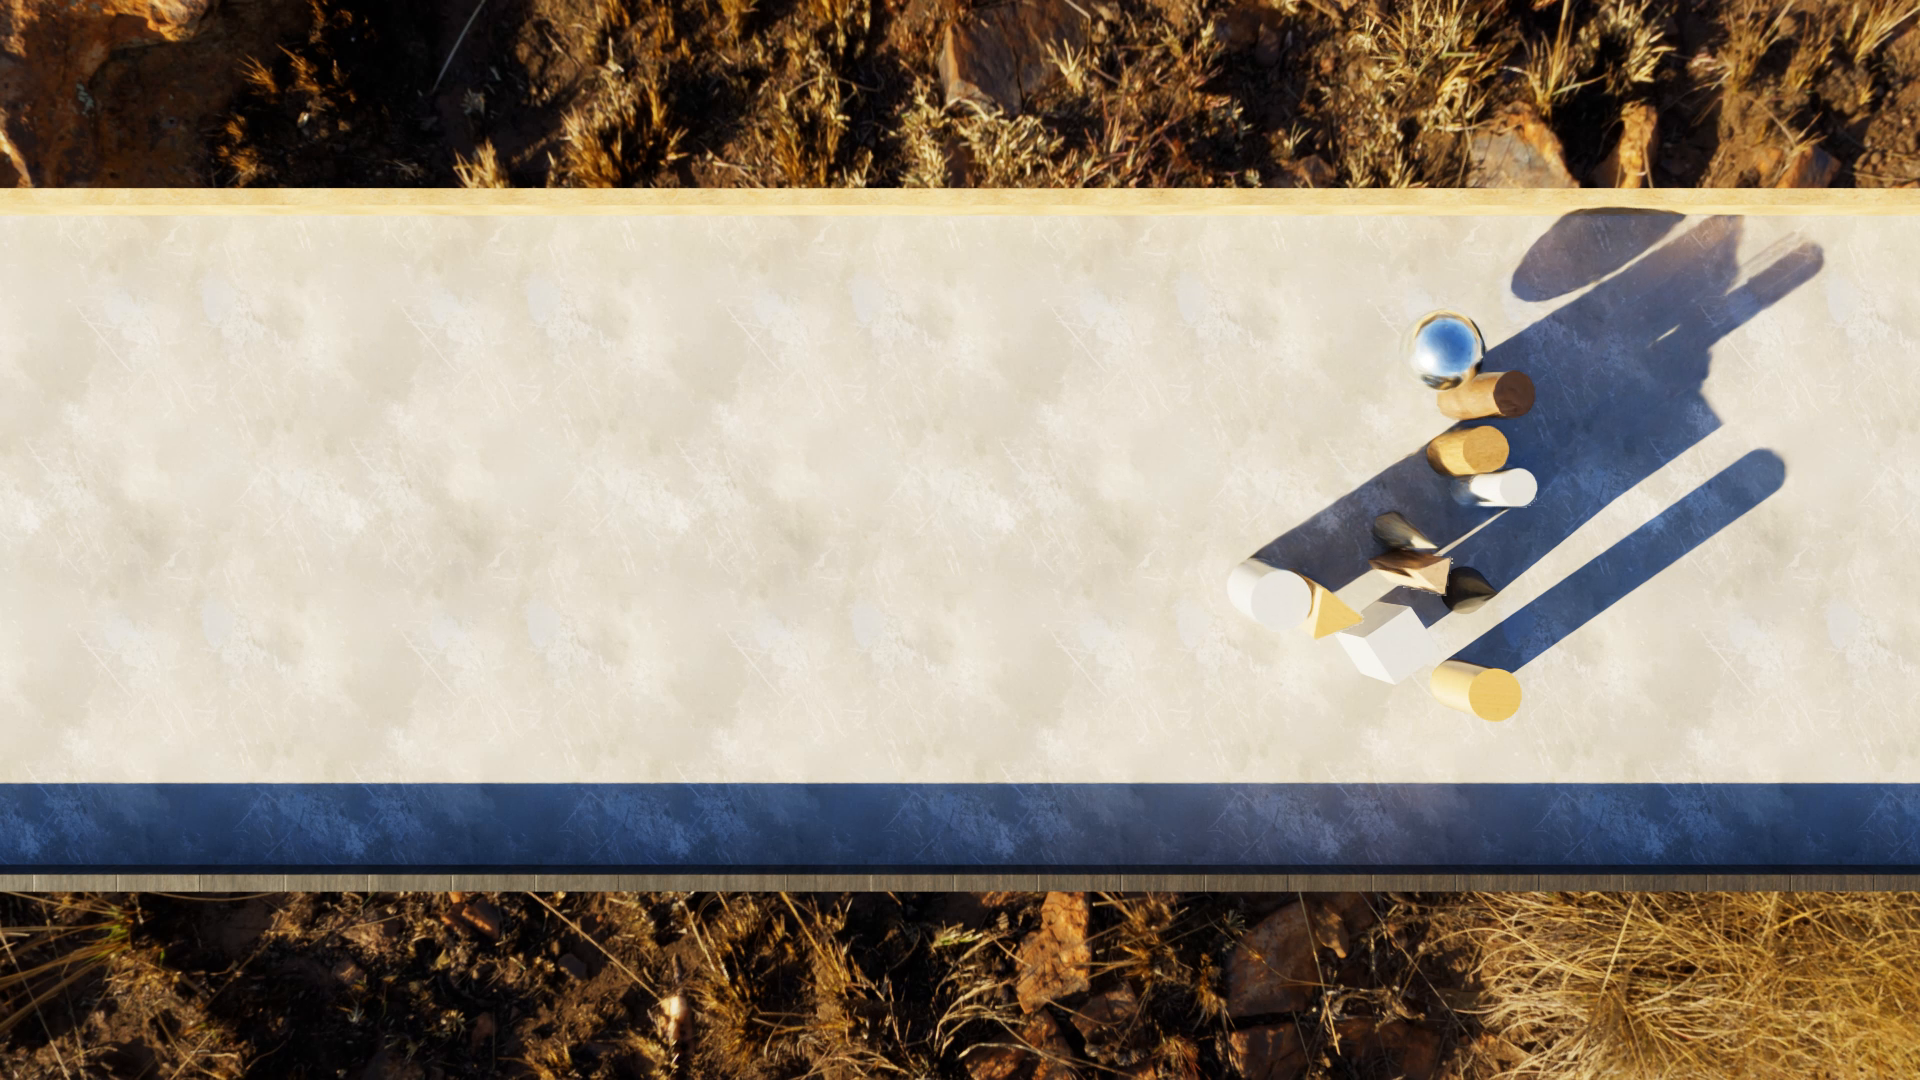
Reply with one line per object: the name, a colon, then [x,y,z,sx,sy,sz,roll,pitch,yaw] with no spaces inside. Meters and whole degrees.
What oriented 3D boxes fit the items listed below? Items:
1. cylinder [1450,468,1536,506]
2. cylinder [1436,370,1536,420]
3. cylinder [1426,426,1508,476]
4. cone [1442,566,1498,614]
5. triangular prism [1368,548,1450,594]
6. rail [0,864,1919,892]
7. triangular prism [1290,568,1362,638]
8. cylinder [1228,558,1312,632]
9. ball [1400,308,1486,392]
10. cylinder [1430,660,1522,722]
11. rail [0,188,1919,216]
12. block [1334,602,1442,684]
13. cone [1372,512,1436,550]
cylinder: [1.568,-0.152,4.864,0.107,0.422,0.107,0,91,-2]
cylinder: [1.561,-0.428,4.908,0.136,0.314,0.136,-1,93,-14]
cylinder: [1.507,-0.261,4.908,0.134,0.334,0.134,0,90,-1]
cone: [1.552,0.155,4.915,0.147,0.322,0.147,0,90,0]
triangular prism: [1.342,0.075,4.885,0.101,0.374,0.088,39,88,-9]
rail: [-2.247,1.025,5.001,12.000,0.150,0.050,0,90,0]
triangular prism: [1.047,0.170,4.885,0.148,0.365,0.128,-22,99,-1]
cylinder: [0.917,0.160,4.908,0.179,0.319,0.179,0,96,-3]
ball: [1.413,-0.557,4.831,0.244,0.244,0.244,0,90,0]
cylinder: [1.522,0.442,4.884,0.152,0.384,0.152,0,90,0]
rail: [-2.247,-1.025,5.002,12.000,0.150,0.050,0,90,0]
block: [1.257,0.300,4.877,0.160,0.399,0.160,-34,90,0]
cone: [1.335,-0.004,4.858,0.118,0.425,0.118,0,97,-3]
